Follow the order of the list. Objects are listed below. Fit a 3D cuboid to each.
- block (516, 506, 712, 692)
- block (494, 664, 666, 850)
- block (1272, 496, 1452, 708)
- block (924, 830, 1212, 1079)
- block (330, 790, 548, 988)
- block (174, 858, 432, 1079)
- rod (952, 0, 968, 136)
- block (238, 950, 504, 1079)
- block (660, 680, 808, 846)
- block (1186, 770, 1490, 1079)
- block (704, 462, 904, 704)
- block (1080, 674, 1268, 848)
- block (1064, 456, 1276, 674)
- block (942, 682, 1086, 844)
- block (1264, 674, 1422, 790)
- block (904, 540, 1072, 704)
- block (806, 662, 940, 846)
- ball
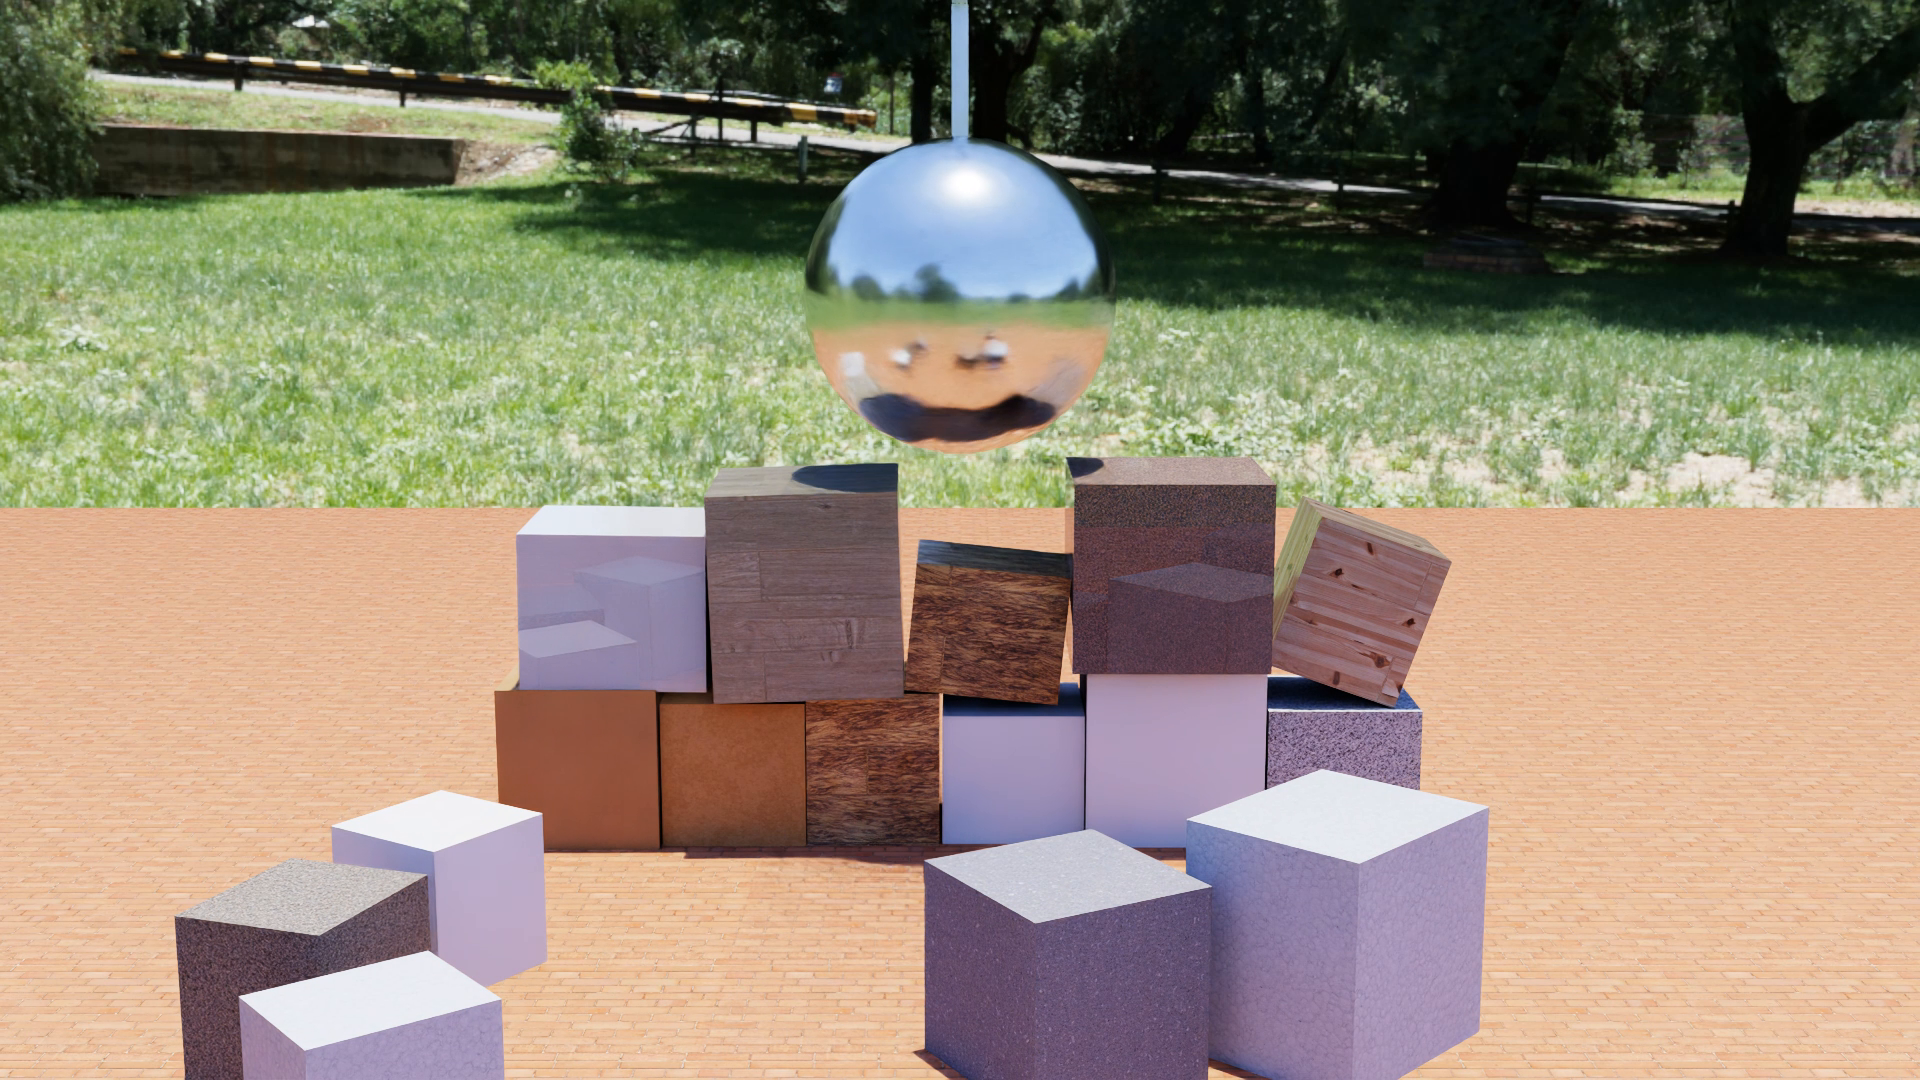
[{"bbox_3d":[-1.717,0.287,11.206,0.924,0.786,0.792,1,11,-1],"label":"block"},{"bbox_3d":[-1.905,1.074,11.360,0.797,0.822,0.836,0,10,0],"label":"block"},{"bbox_3d":[1.980,0.305,11.247,0.685,0.791,0.661,19,10,-3],"label":"block"},{"bbox_3d":[0.400,1.640,8.393,0.777,0.770,0.804,-6,12,-30],"label":"block"},{"bbox_3d":[-2.215,1.513,9.383,0.616,0.665,0.619,7,12,33],"label":"block"},{"bbox_3d":[-2.505,1.682,8.460,0.632,0.664,0.711,4,11,19],"label":"block"},{"bbox_3d":[0.000,-4.561,10.446,0.080,5.200,0.080,0,12,0],"label":"rod"},{"bbox_3d":[-2.005,1.867,7.528,0.692,0.634,0.575,-8,13,-38],"label":"block"},{"bbox_3d":[-1.135,1.113,11.381,0.723,0.738,0.750,0,10,0],"label":"block"},{"bbox_3d":[1.471,1.518,8.608,0.774,0.934,0.934,9,14,42],"label":"block"},{"bbox_3d":[-0.767,0.200,11.203,0.936,1.029,0.968,-2,10,-1],"label":"block"},{"bbox_3d":[1.079,1.022,11.353,0.893,0.928,0.772,0,10,0],"label":"block"},{"bbox_3d":[1.039,0.111,11.142,0.974,0.939,0.944,0,10,0],"label":"block"},{"bbox_3d":[0.269,1.146,11.404,0.714,0.664,0.707,0,10,0],"label":"block"},{"bbox_3d":[1.921,1.131,11.381,0.765,0.702,0.762,0,10,0],"label":"block"},{"bbox_3d":[0.137,0.410,11.241,0.769,0.647,0.666,6,10,-1],"label":"block"},{"bbox_3d":[-0.437,1.091,11.372,0.665,0.785,0.713,0,10,0],"label":"block"},{"bbox_3d":[0.000,-1.240,11.173,1.600,1.600,1.600,0,10,0],"label":"ball"}]
